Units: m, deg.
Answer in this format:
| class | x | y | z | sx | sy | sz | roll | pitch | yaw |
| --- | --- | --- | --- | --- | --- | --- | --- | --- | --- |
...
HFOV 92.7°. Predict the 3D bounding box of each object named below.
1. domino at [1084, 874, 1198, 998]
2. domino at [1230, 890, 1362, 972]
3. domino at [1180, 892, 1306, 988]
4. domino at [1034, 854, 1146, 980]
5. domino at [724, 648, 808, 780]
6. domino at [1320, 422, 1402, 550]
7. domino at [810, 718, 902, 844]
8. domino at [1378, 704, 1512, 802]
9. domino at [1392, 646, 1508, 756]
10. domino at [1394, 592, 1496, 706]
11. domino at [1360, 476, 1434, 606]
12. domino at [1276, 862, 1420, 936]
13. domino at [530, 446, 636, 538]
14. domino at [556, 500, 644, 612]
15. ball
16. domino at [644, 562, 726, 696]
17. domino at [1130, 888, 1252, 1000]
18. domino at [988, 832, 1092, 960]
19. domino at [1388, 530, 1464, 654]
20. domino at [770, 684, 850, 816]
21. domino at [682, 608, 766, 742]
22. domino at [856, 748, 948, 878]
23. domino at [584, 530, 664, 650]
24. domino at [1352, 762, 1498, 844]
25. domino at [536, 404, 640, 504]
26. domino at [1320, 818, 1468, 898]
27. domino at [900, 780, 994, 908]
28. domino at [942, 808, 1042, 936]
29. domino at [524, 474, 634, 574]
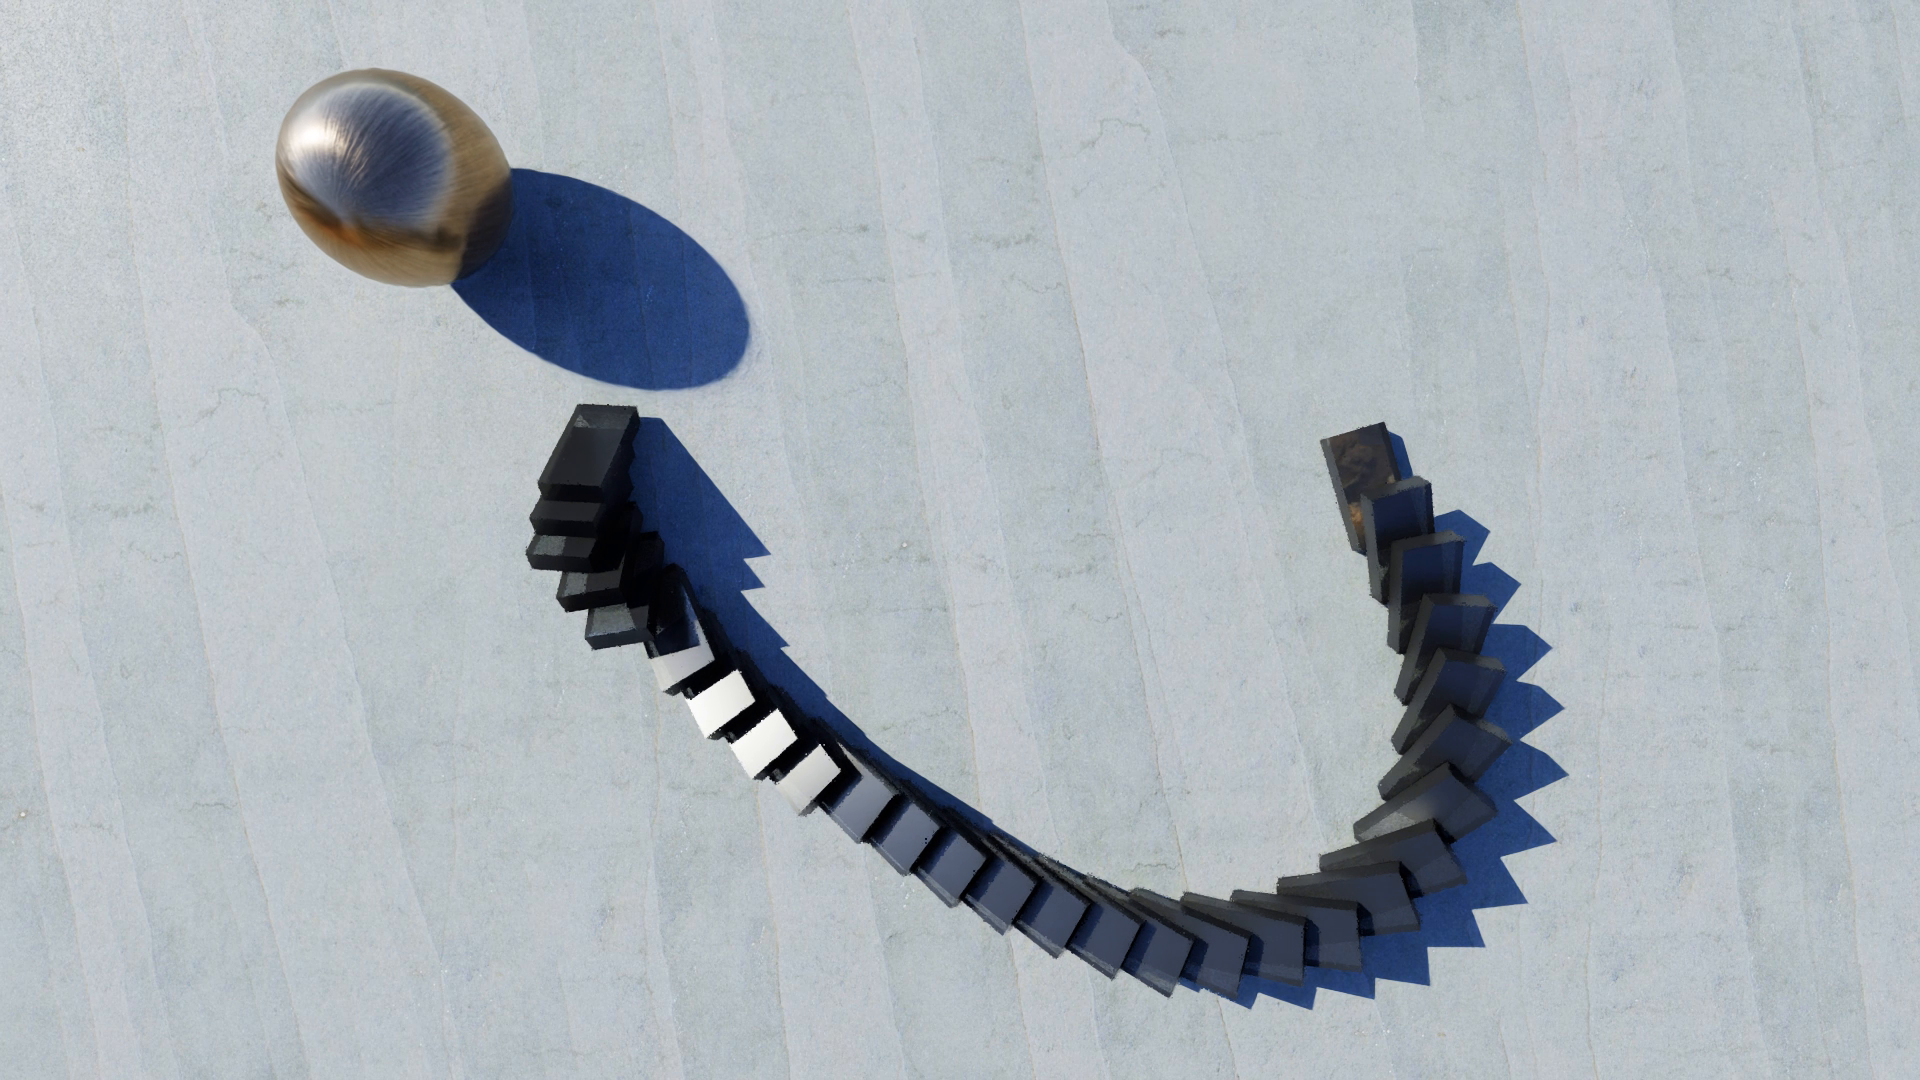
| class | x | y | z | sx | sy | sz | roll | pitch | yaw |
| --- | --- | --- | --- | --- | --- | --- | --- | --- | --- |
| domino | 0.071 | 0.166 | 0.385 | 0.050 | 0.010 | 0.025 | 23 | 91 | 26 |
| domino | 0.141 | 0.164 | 0.384 | 0.050 | 0.009 | 0.025 | -5 | 90 | 27 |
| domino | 0.118 | 0.167 | 0.385 | 0.050 | 0.009 | 0.025 | 2 | 90 | 27 |
| domino | 0.049 | 0.158 | 0.385 | 0.050 | 0.009 | 0.025 | 26 | 90 | 26 |
| domino | -0.089 | 0.073 | 0.385 | 0.025 | 0.010 | 0.050 | -41 | 65 | 1 |
| domino | 0.176 | -0.023 | 0.395 | 0.025 | 0.009 | 0.050 | -16 | 90 | 0 |
| domino | -0.051 | 0.101 | 0.385 | 0.050 | 0.009 | 0.025 | 37 | 90 | 25 |
| domino | 0.202 | 0.094 | 0.384 | 0.025 | 0.010 | 0.050 | 26 | 117 | 0 |
| domino | 0.204 | 0.070 | 0.385 | 0.025 | 0.009 | 0.050 | 12 | 117 | 0 |
| domino | 0.203 | 0.047 | 0.385 | 0.025 | 0.010 | 0.050 | 2 | 116 | 0 |
| domino | 0.185 | 0.001 | 0.385 | 0.025 | 0.010 | 0.050 | -17 | 114 | 0 |
| domino | 0.162 | 0.152 | 0.384 | 0.050 | 0.009 | 0.025 | -20 | 90 | 27 |
| domino | -0.155 | -0.023 | 0.379 | 0.025 | 0.010 | 0.050 | 3 | 47 | 1 |
| domino | -0.148 | 0.006 | 0.379 | 0.025 | 0.010 | 0.050 | -9 | 46 | 0 |
| ball | -0.219 | -0.140 | 0.360 | 0.080 | 0.080 | 0.080 | 0 | 90 | 0 |
| domino | -0.120 | 0.037 | 0.385 | 0.025 | 0.009 | 0.050 | -31 | 65 | 0 |
| domino | 0.094 | 0.168 | 0.385 | 0.050 | 0.009 | 0.025 | 14 | 90 | 26 |
| domino | 0.027 | 0.148 | 0.385 | 0.050 | 0.010 | 0.025 | 30 | 90 | 25 |
| domino | 0.195 | 0.022 | 0.385 | 0.025 | 0.010 | 0.050 | -11 | 115 | -1 |
| domino | -0.071 | 0.088 | 0.385 | 0.025 | 0.009 | 0.050 | -45 | 65 | 0 |
| domino | -0.105 | 0.056 | 0.385 | 0.025 | 0.009 | 0.050 | -36 | 65 | 0 |
| domino | -0.032 | 0.114 | 0.385 | 0.050 | 0.010 | 0.025 | 37 | 90 | 25 |
| domino | -0.139 | 0.020 | 0.381 | 0.025 | 0.010 | 0.050 | -9 | 51 | 0 |
| domino | 0.194 | 0.117 | 0.384 | 0.025 | 0.009 | 0.050 | 41 | 118 | 0 |
| domino | -0.153 | -0.037 | 0.379 | 0.025 | 0.010 | 0.050 | 3 | 47 | 0 |
| domino | 0.181 | 0.138 | 0.384 | 0.050 | 0.009 | 0.025 | -32 | 90 | 27 |
| domino | -0.013 | 0.127 | 0.385 | 0.050 | 0.009 | 0.025 | 36 | 90 | 25 |
| domino | 0.007 | 0.138 | 0.385 | 0.050 | 0.010 | 0.025 | 33 | 90 | 25 |
| domino | -0.156 | -0.009 | 0.379 | 0.025 | 0.009 | 0.050 | 4 | 47 | 1 |
